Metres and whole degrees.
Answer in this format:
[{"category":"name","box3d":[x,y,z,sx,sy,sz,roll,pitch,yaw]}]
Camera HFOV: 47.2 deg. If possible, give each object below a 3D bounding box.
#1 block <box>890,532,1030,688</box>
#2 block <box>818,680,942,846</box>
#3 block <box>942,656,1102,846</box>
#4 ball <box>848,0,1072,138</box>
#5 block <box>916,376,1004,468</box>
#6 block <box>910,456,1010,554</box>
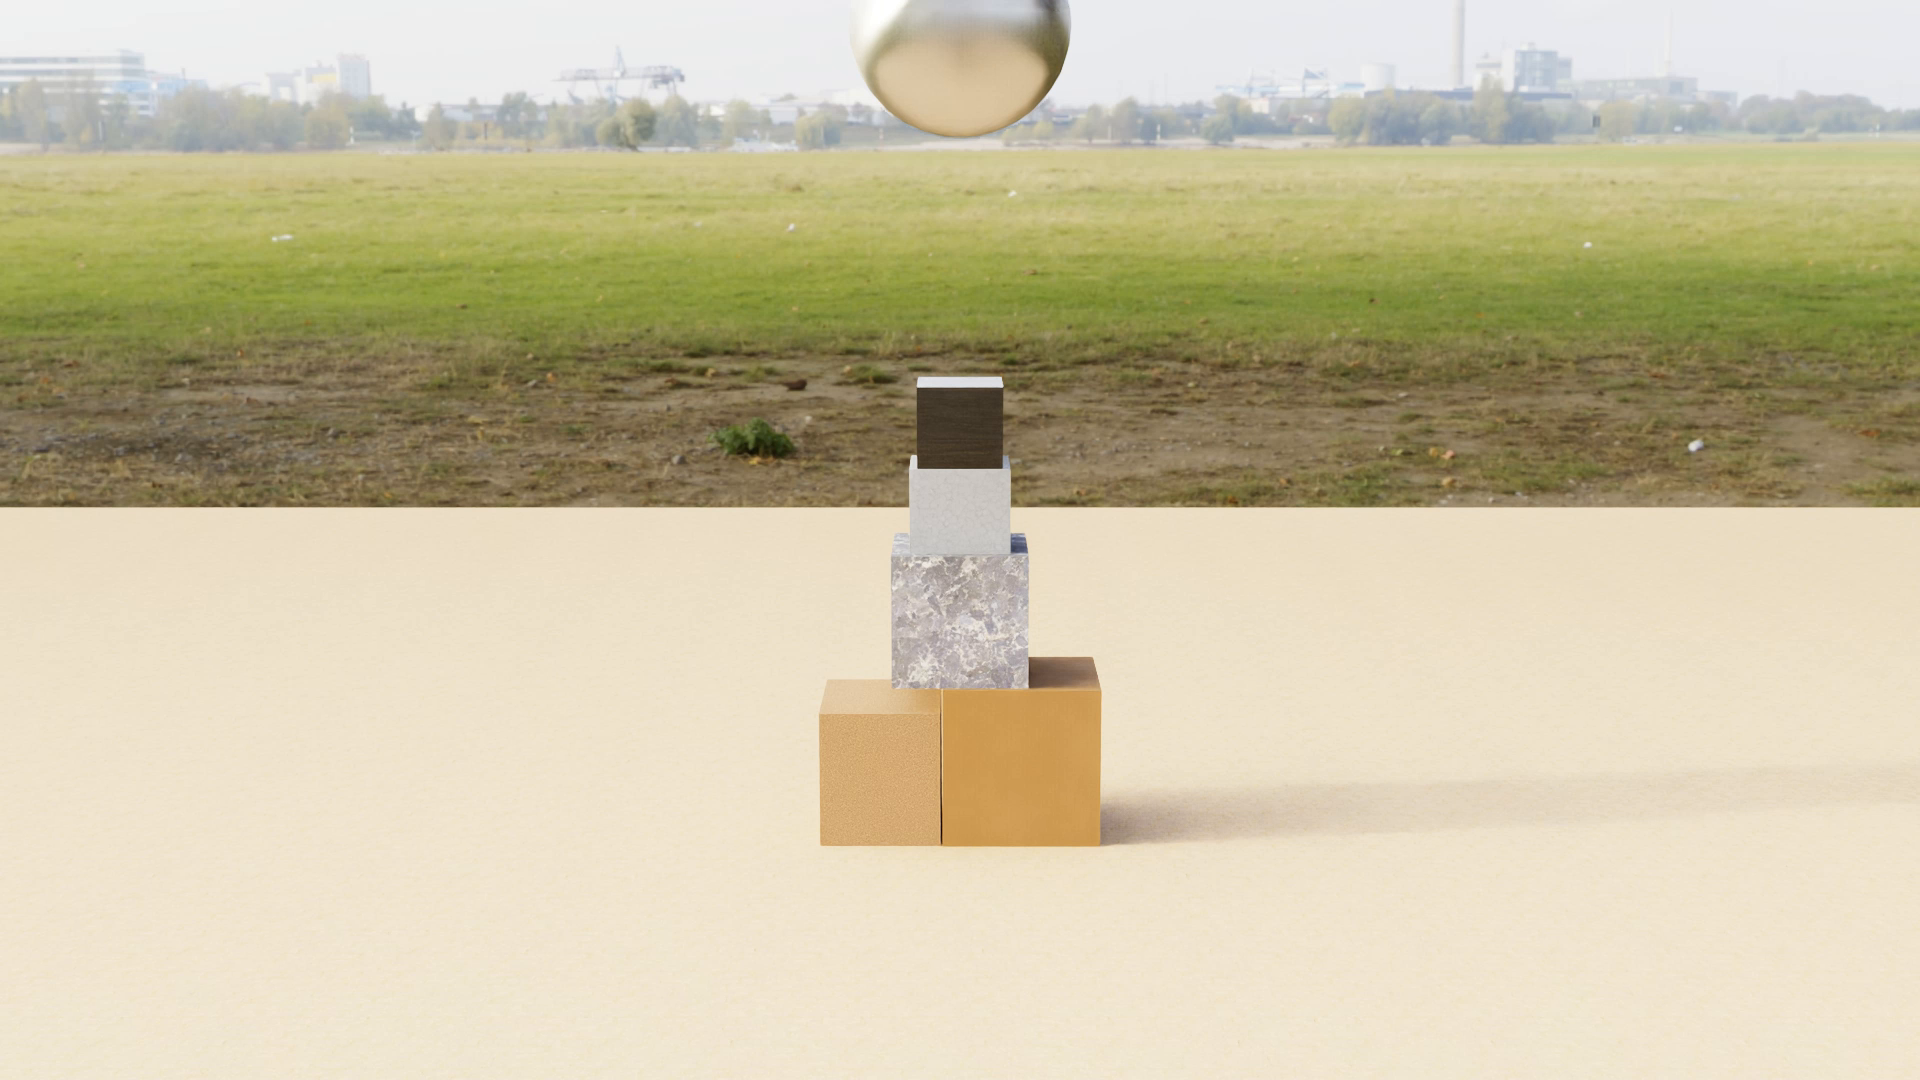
[{"category":"block","box3d":[0.000,0.353,11.238,0.682,0.670,0.672,0,10,0]},{"category":"block","box3d":[-0.401,1.141,11.374,0.606,0.686,0.713,0,10,0]},{"category":"block","box3d":[0.308,1.081,11.361,0.792,0.808,0.735,0,10,0]},{"category":"ball","box3d":[0.000,-3.690,15.749,1.600,1.600,1.600,0,10,0]},{"category":"block","box3d":[0.000,-0.593,11.063,0.426,0.405,0.480,0,10,0]},{"category":"block","box3d":[0.000,-0.184,11.130,0.500,0.424,0.501,0,10,0]}]
